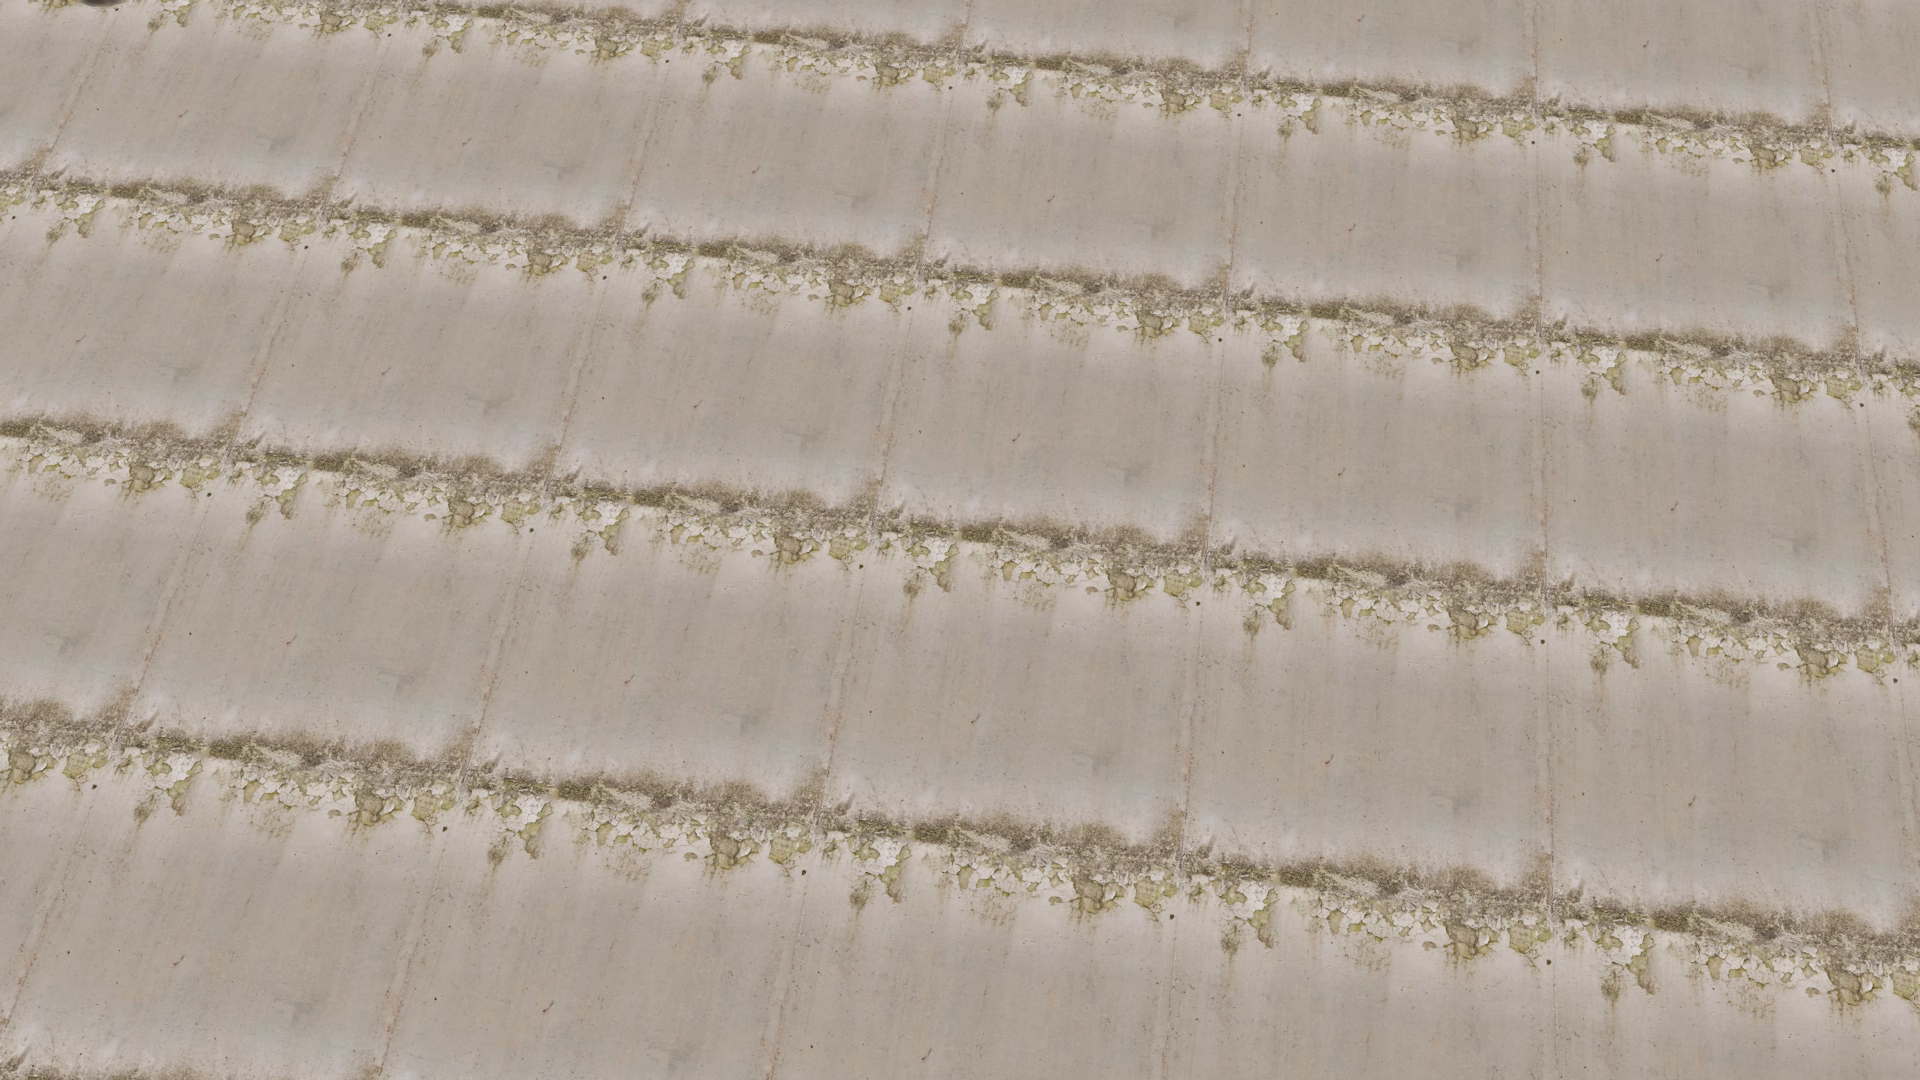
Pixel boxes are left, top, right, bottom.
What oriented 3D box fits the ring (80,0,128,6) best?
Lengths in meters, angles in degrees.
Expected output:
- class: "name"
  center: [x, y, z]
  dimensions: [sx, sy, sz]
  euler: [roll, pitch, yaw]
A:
- class: "ring"
  center: [-1.329, -0.968, 3.372]
  dimensions: [0.169, 0.265, 0.311]
  euler: [-21, 65, 1]
